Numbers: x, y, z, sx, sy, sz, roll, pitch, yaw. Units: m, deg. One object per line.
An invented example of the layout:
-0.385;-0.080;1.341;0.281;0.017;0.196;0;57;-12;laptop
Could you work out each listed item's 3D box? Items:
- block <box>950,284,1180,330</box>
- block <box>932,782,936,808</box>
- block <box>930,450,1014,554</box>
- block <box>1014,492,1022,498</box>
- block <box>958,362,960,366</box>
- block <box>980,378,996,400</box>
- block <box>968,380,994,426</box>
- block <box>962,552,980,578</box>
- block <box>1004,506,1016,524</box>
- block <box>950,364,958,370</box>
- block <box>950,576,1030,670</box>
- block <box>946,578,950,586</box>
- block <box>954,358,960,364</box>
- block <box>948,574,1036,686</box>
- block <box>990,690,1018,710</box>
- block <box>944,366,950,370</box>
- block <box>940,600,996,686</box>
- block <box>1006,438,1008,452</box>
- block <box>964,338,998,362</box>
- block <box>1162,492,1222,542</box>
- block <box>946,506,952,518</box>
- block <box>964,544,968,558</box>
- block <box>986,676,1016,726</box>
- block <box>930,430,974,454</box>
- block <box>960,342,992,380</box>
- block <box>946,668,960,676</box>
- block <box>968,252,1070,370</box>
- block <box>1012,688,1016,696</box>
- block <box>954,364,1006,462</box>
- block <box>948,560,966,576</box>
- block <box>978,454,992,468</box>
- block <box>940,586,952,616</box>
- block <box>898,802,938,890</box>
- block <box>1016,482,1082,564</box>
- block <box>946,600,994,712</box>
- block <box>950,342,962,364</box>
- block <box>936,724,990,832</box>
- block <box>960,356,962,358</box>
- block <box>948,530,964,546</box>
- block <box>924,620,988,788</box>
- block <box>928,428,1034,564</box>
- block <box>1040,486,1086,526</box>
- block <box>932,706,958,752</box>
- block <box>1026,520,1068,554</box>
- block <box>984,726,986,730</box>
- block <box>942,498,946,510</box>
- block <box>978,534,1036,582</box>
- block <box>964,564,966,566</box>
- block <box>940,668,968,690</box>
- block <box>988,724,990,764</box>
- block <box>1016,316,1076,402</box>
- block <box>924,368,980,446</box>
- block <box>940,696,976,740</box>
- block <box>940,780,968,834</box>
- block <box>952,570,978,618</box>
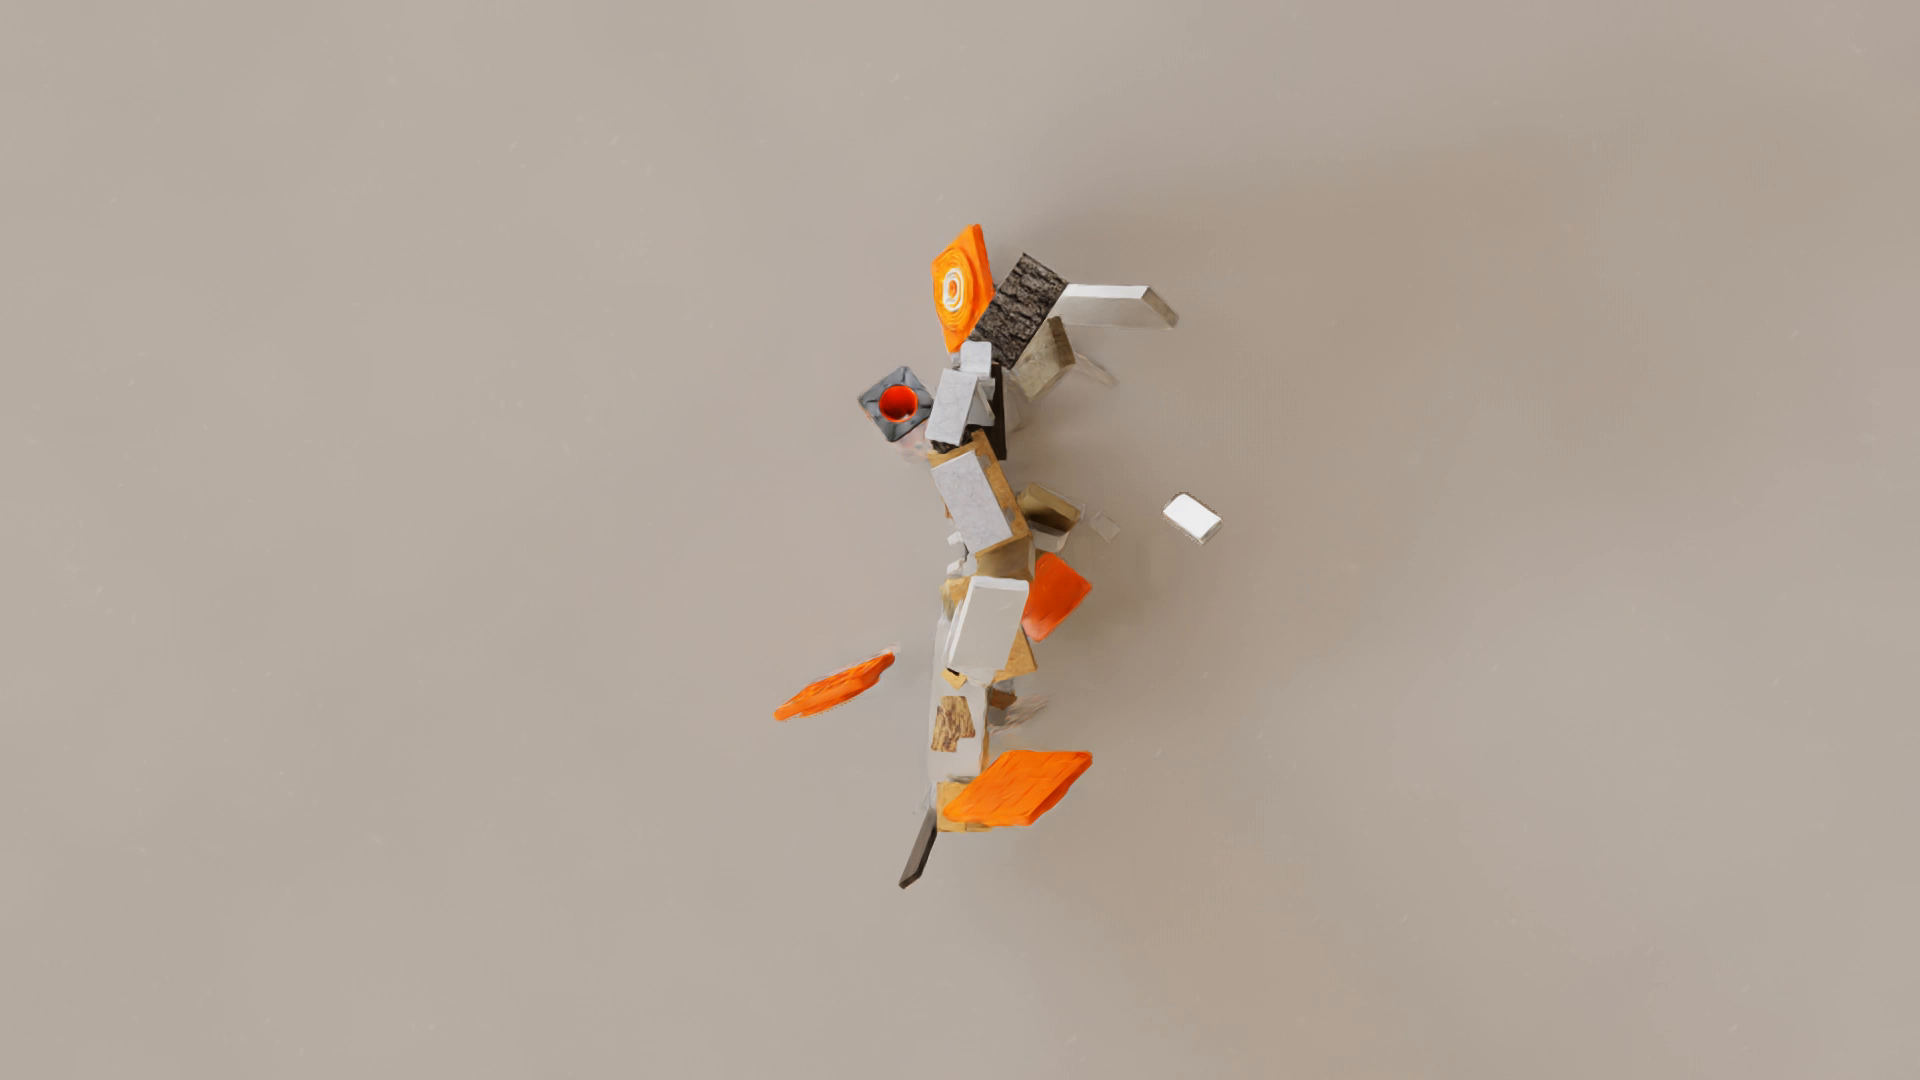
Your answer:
0.293;-0.717;5.021;0.145;1.037;0.041;38;78;-30;block
-0.006;0.714;5.254;0.160;0.505;0.045;2;110;0;block
0.030;-0.091;4.014;0.115;0.033;0.230;-24;105;7;block
0.137;-0.010;5.012;0.127;0.036;0.255;-8;93;-15;block
0.033;-0.499;4.858;0.080;0.159;0.023;7;89;-2;block
0.050;-0.394;4.312;0.077;0.154;0.022;-2;81;-3;block
0.025;-0.351;4.224;0.088;0.313;0.025;6;78;10;block
0.056;0.156;4.813;0.119;0.436;0.034;16;46;2;block
0.076;-0.039;4.168;0.115;0.230;0.033;-25;93;7;block
0.014;-0.419;4.950;0.104;0.029;0.208;5;88;-1;block
0.071;0.207;4.080;0.139;0.039;0.278;5;132;-12;block
0.028;0.167;5.373;0.118;0.237;0.034;17;91;-10;block
0.012;-0.513;5.341;0.073;0.021;0.146;3;88;0;block
0.094;0.246;4.695;0.159;0.045;0.319;-16;109;9;block
0.109;0.487;5.075;0.058;0.182;0.016;-37;61;18;block
0.007;-0.396;5.194;0.143;0.041;0.286;5;88;-1;block
0.038;0.270;4.386;0.139;0.367;0.039;24;110;-2;block
0.050;-0.257;4.551;0.127;0.254;0.036;-5;94;-7;block
0.055;-0.513;4.450;0.077;0.181;0.022;29;97;4;block
0.594;-0.057;4.214;0.075;0.149;0.021;-42;135;-8;block
0.010;-0.162;4.697;0.102;0.029;0.204;1;91;-1;block
0.064;0.026;5.293;0.094;0.027;0.189;-8;92;-15;block
0.112;0.487;5.177;0.094;0.027;0.187;10;97;-16;block
-0.019;-0.250;4.141;0.088;0.176;0.025;-24;86;5;block
0.041;-0.466;4.280;0.077;0.154;0.022;0;127;3;block
0.004;0.331;4.585;0.046;0.013;0.092;37;92;-39;block
0.157;-0.629;4.547;0.145;0.041;0.291;35;96;8;block
0.111;0.418;5.223;0.094;0.027;0.187;-16;104;-20;block
0.053;-0.337;4.405;0.127;0.036;0.254;-3;87;-3;block
0.023;0.093;5.397;0.094;0.189;0.027;6;82;-11;block
0.011;-0.174;4.128;0.115;0.230;0.033;-25;92;8;block
0.051;0.281;5.036;0.163;0.046;0.349;-14;120;-3;block
-0.083;0.875;5.165;0.075;0.700;0.021;-40;99;22;block
0.197;-0.032;4.745;0.163;0.327;0.046;30;54;-10;block
0.029;0.341;4.864;0.159;0.045;0.319;11;114;8;block
0.008;-0.605;5.435;0.073;0.146;0.021;-2;128;-2;block
0.009;0.722;5.003;0.160;0.045;0.320;-1;67;0;block
0.027;-0.444;4.765;0.080;0.023;0.159;11;88;-2;block
0.027;-0.019;5.396;0.095;0.189;0.027;-15;87;-14;block
-0.004;0.481;4.837;0.159;0.045;0.488;7;104;9;block
0.054;-0.115;4.291;0.158;0.045;0.317;-24;105;6;block
0.219;-0.055;4.848;0.163;0.327;0.046;23;63;-15;block
-0.036;0.525;4.582;0.068;0.019;0.137;6;49;5;block
0.203;-0.016;4.516;0.158;0.317;0.045;18;95;7;block
0.043;0.537;5.008;0.074;0.148;0.021;22;100;-3;block
0.004;-0.199;4.931;0.112;0.032;0.223;1;91;-1;block
0.118;0.068;4.171;0.139;0.278;0.039;-22;104;9;block
0.105;0.081;5.157;0.127;0.255;0.036;-6;87;-15;block
0.009;0.356;4.696;0.068;0.019;0.137;43;114;15;block
0.014;0.543;5.208;0.160;0.045;0.320;16;60;-30;block
0.239;-0.514;4.711;0.041;0.291;0.145;-14;80;-21;block
-0.019;-0.326;4.050;0.088;0.025;0.176;14;81;12;block
-0.006;0.481;4.472;0.068;0.137;0.019;-1;133;-14;block
-0.016;0.788;4.863;0.075;0.021;0.149;8;110;17;block
0.080;0.151;4.546;0.119;0.034;0.239;27;128;0;block
